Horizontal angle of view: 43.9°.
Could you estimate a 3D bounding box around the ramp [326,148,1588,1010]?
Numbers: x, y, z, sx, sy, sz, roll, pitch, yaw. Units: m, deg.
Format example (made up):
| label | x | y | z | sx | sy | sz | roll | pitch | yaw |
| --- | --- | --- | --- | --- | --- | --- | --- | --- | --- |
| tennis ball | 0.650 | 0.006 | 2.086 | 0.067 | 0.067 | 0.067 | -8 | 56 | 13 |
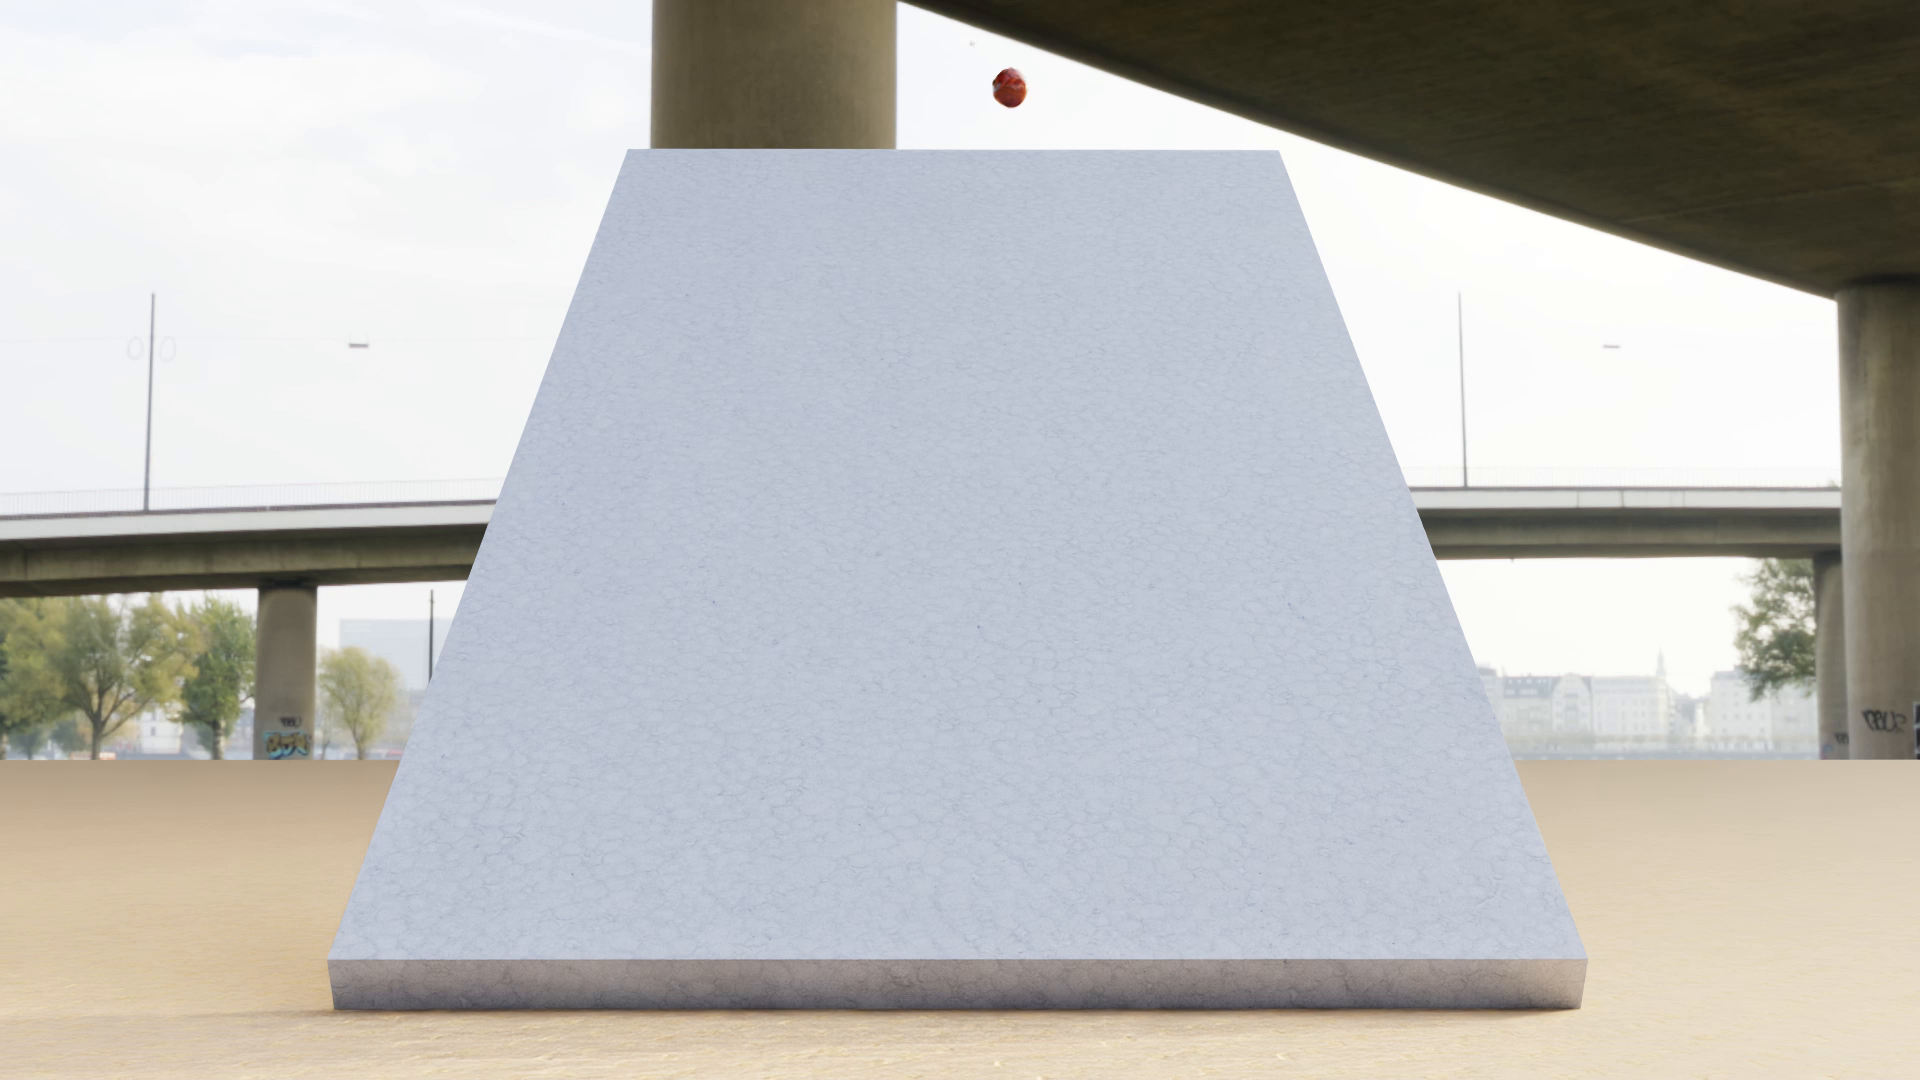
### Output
| label | x | y | z | sx | sy | sz | roll | pitch | yaw |
| --- | --- | --- | --- | --- | --- | --- | --- | --- | --- |
| ramp | -0.011 | -0.224 | 5.570 | 2.000 | 0.100 | 4.000 | 0 | 28 | 0 |
